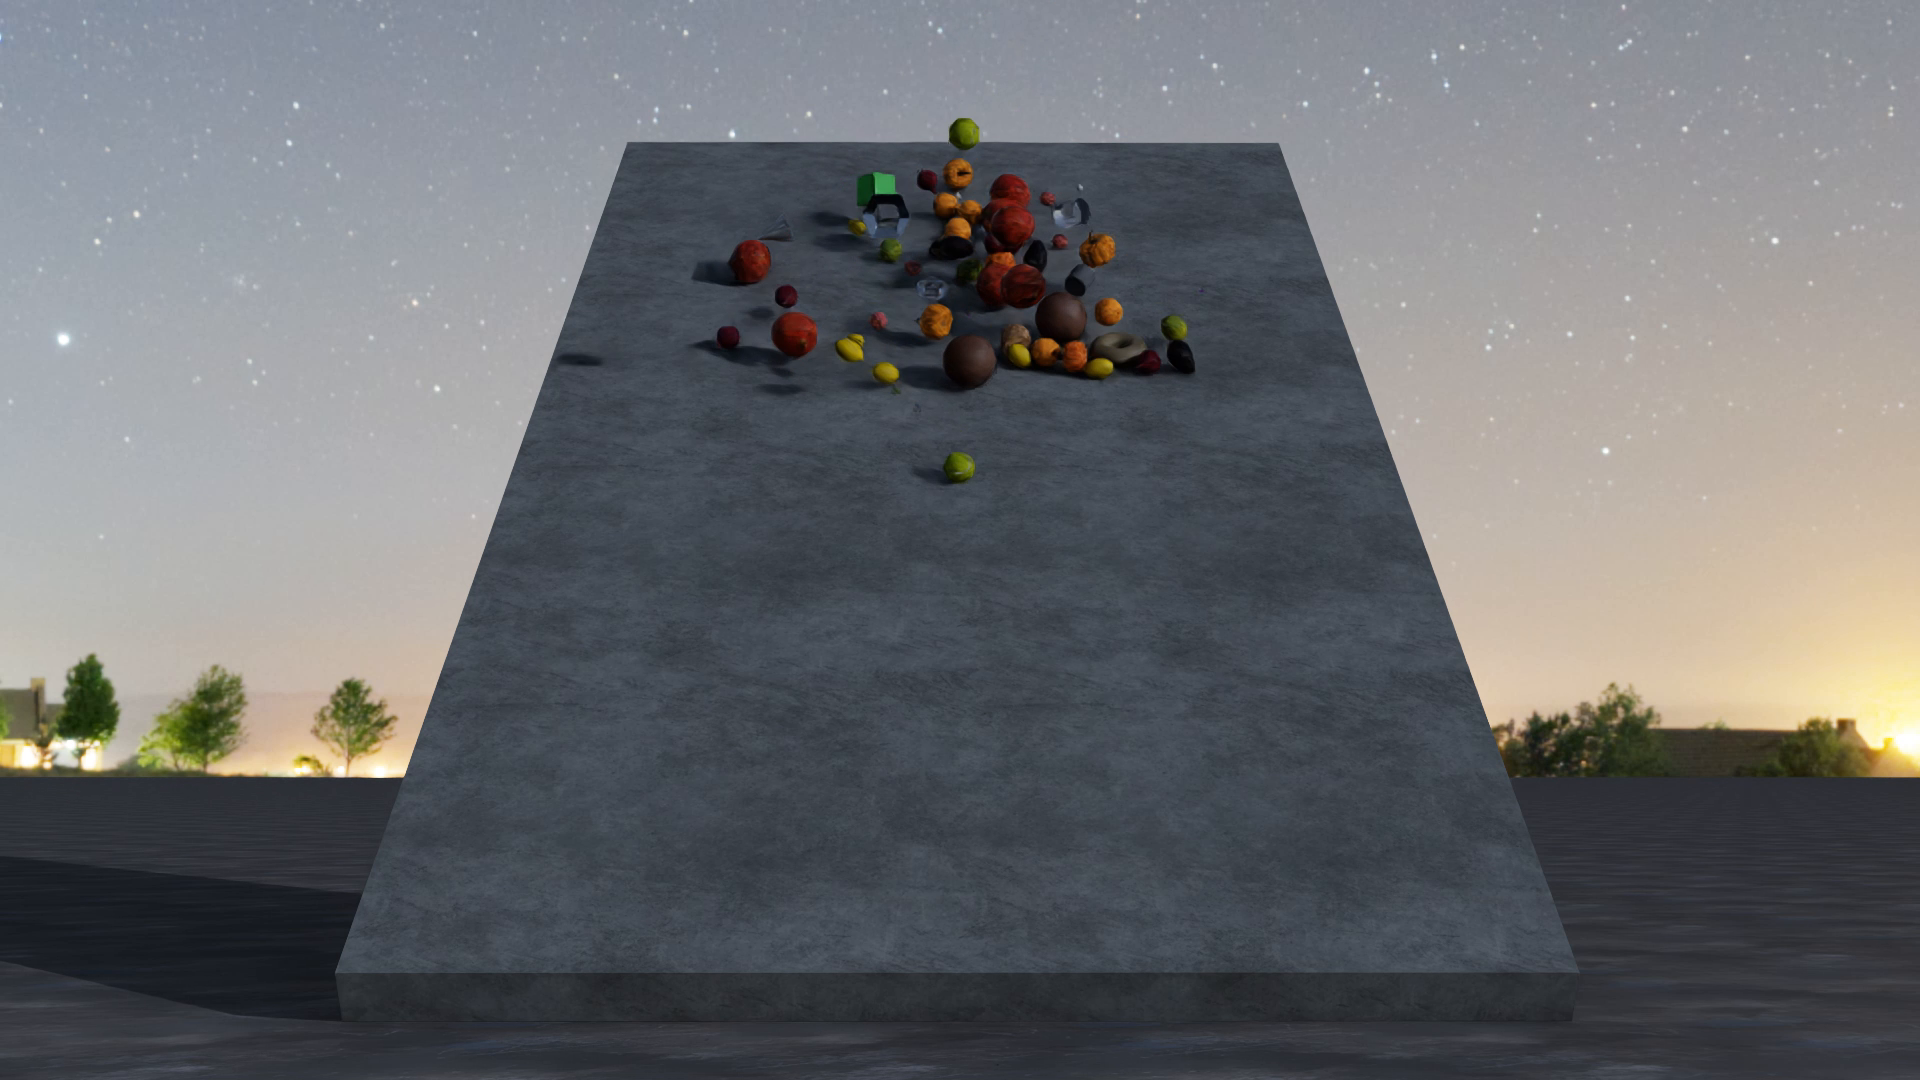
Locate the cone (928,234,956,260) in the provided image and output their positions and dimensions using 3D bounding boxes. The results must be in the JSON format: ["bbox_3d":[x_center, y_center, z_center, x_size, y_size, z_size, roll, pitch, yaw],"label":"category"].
[{"bbox_3d":[-0.036,-0.781,6.517,0.074,0.074,0.074,38,1,10],"label":"cone"}]

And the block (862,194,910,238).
[{"bbox_3d":[-0.201,-0.883,6.529,0.085,0.085,0.085,-5,-30,-29],"label":"block"}]

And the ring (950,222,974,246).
[{"bbox_3d":[0.006,-0.843,6.599,0.026,0.078,0.078,-44,-27,25],"label":"ring"}]

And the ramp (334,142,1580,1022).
[{"bbox_3d":[-0.012,-0.219,5.628,2.000,0.100,4.000,0,29,0],"label":"ramp"}]

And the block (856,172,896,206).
[{"bbox_3d":[-0.233,-0.974,6.678,0.077,0.077,0.077,1,-8,-42],"label":"block"}]

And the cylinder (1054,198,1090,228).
[{"bbox_3d":[0.306,-0.892,6.550,0.071,0.071,0.071,5,-8,-44],"label":"cylinder"}]

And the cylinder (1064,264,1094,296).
[{"bbox_3d":[0.315,-0.684,6.298,0.061,0.061,0.061,16,-43,16],"label":"cylinder"}]

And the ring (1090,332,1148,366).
[{"bbox_3d":[0.393,-0.472,5.939,0.143,0.048,0.143,-2,29,1],"label":"ring"}]

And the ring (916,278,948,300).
[{"bbox_3d":[-0.069,-0.627,5.977,0.082,0.082,0.027,1,-51,-1],"label":"ring"}]
